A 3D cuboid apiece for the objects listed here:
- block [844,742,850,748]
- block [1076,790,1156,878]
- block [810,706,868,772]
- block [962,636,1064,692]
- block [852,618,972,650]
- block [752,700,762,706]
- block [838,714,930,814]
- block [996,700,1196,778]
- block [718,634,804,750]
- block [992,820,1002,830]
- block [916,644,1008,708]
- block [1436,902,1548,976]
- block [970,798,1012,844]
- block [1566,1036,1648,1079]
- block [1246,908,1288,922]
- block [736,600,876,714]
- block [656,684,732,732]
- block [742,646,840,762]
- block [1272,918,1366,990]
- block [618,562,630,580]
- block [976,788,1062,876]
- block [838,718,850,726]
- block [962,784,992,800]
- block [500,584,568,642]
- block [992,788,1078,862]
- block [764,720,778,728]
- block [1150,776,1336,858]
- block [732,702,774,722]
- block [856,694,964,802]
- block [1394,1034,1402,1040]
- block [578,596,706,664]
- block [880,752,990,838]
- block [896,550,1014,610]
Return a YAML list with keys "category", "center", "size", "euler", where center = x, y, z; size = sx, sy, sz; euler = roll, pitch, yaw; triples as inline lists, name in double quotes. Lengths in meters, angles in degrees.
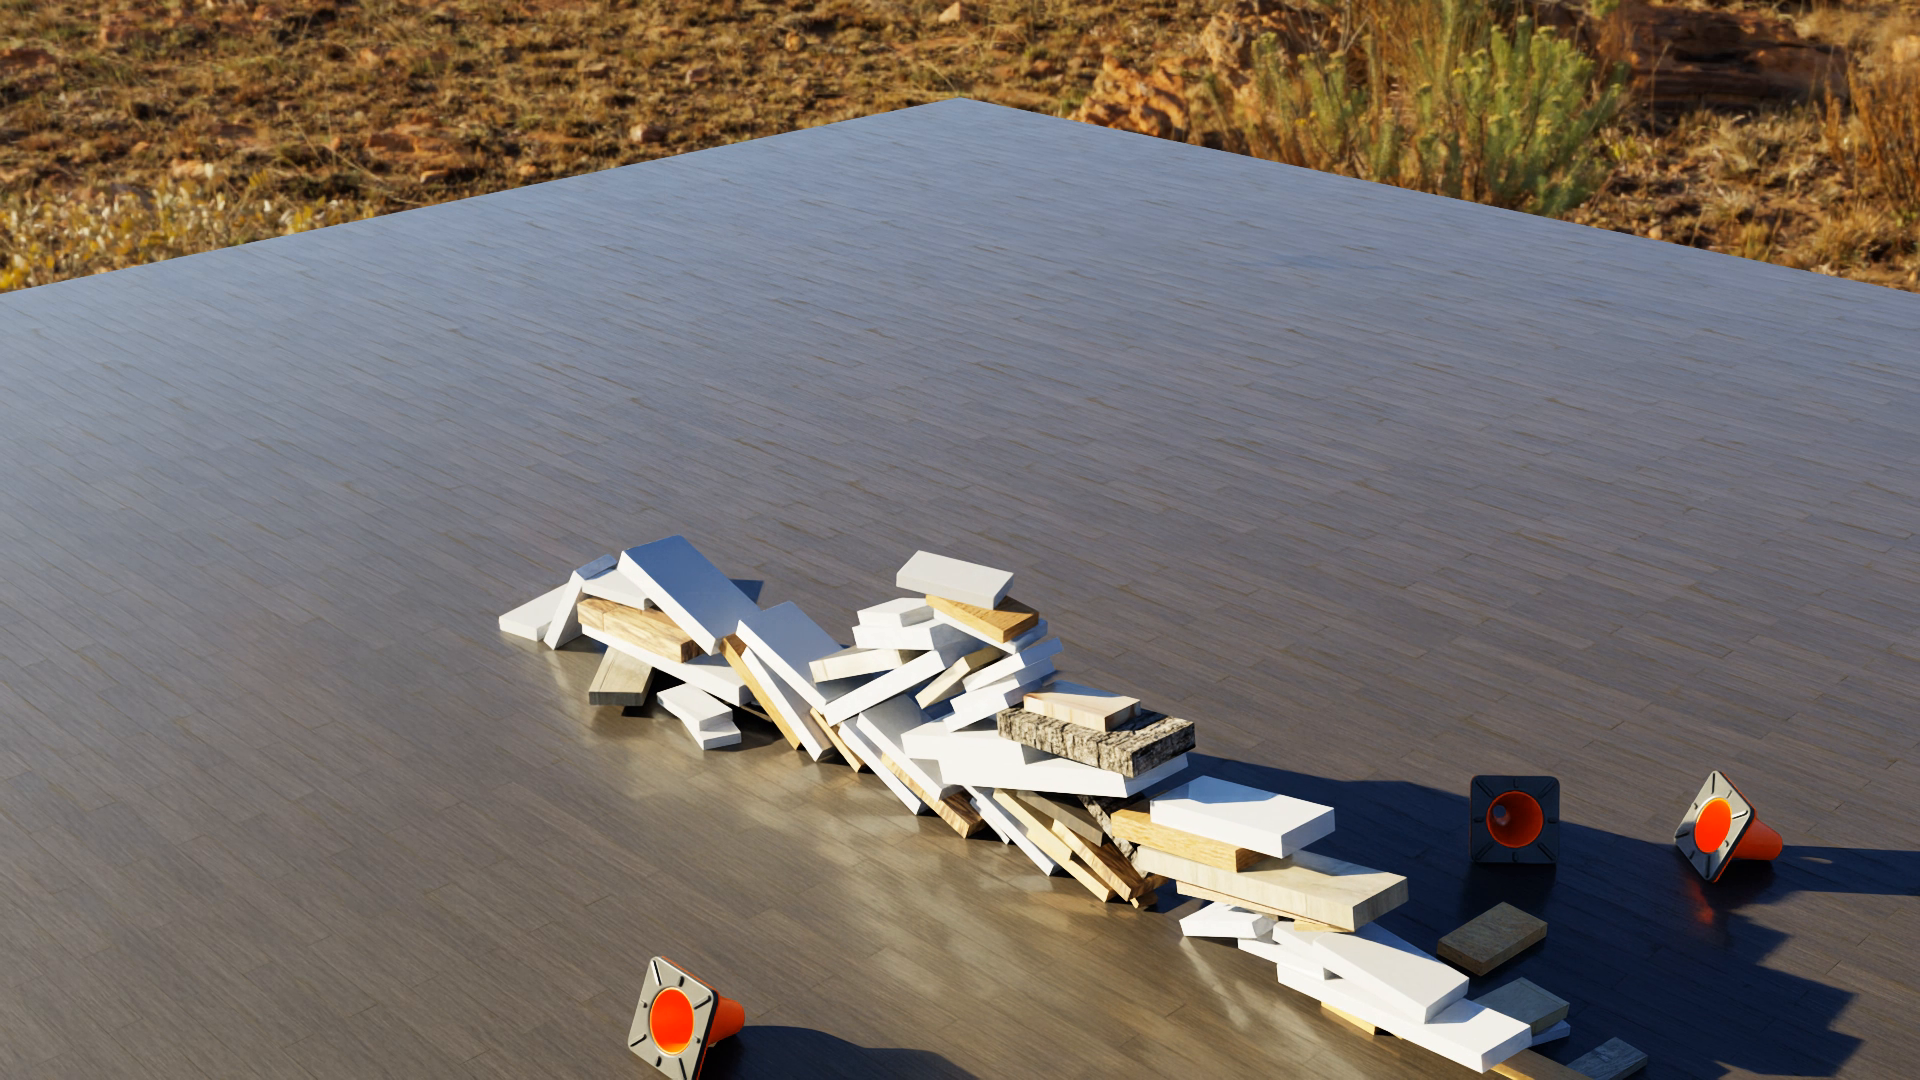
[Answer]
- category: "block"
  center: [-0.155, 0.451, 4.602]
  size: [0.084, 0.024, 0.168]
  euler: [-21, 49, -41]
- category: "block"
  center: [0.324, 0.529, 4.114]
  size: [0.108, 0.031, 0.217]
  euler: [-14, 51, -38]
- category: "block"
  center: [-0.235, 0.409, 4.662]
  size: [0.084, 0.024, 0.168]
  euler: [-22, 61, -41]
- category: "block"
  center: [0.100, 0.239, 4.209]
  size: [0.101, 0.029, 0.203]
  euler: [-20, -5, -37]
- category: "block"
  center: [-0.072, 0.175, 4.393]
  size: [0.153, 0.043, 0.305]
  euler: [-18, 7, -31]
- category: "block"
  center: [-0.393, 0.354, 4.821]
  size: [0.113, 0.016, 0.057]
  euler: [14, 27, 18]
- category: "block"
  center: [-0.122, 0.449, 4.535]
  size: [0.126, 0.036, 0.251]
  euler: [-21, 53, -41]
- category: "block"
  center: [0.251, 0.353, 4.098]
  size: [0.171, 0.049, 0.343]
  euler: [-20, 22, -40]
- category: "block"
  center: [-0.381, 0.309, 4.784]
  size: [0.145, 0.041, 0.290]
  euler: [-22, 65, -41]
- category: "block"
  center: [0.124, 0.573, 4.341]
  size: [0.114, 0.016, 0.057]
  euler: [37, 41, 26]
- category: "block"
  center: [0.002, 0.266, 4.314]
  size: [0.100, 0.028, 0.200]
  euler: [-20, -14, -38]
- category: "block"
  center: [0.972, 0.726, 4.013]
  size: [0.196, 0.028, 0.098]
  euler: [-19, 29, -37]
- category: "block"
  center: [0.078, 0.549, 4.380]
  size: [0.057, 0.016, 0.114]
  euler: [-22, 59, -42]
- category: "block"
  center: [1.078, 0.877, 3.670]
  size: [0.133, 0.019, 0.067]
  euler: [-17, 28, -34]
- category: "block"
  center: [0.552, 0.649, 3.897]
  size: [0.049, 0.014, 0.097]
  euler: [-20, 15, -27]
- category: "block"
  center: [-0.330, 0.249, 4.712]
  size: [0.145, 0.041, 0.290]
  euler: [-21, 50, -41]
- category: "block"
  center: [-0.581, 0.364, 4.810]
  size: [0.085, 0.024, 0.171]
  euler: [-17, 29, -35]
- category: "block"
  center: [-0.330, 0.330, 4.734]
  size: [0.145, 0.041, 0.290]
  euler: [-20, 63, -40]
- category: "block"
  center: [0.656, 0.703, 3.812]
  size: [0.203, 0.029, 0.102]
  euler: [25, 35, 38]
- category: "block"
  center: [-0.678, 0.093, 4.974]
  size: [0.183, 0.026, 0.091]
  euler: [36, 36, 23]
- category: "block"
  center: [0.143, 0.557, 4.308]
  size: [0.105, 0.030, 0.211]
  euler: [-22, 54, -41]
- category: "block"
  center: [-0.230, 0.366, 4.650]
  size: [0.168, 0.024, 0.084]
  euler: [36, 40, 28]
- category: "block"
  center: [0.058, 0.504, 4.377]
  size: [0.057, 0.016, 0.114]
  euler: [-22, 52, -41]
- category: "block"
  center: [-0.984, 0.173, 5.311]
  size: [0.118, 0.033, 0.236]
  euler: [14, 27, 30]
- category: "block"
  center: [0.175, 0.530, 4.256]
  size: [0.105, 0.030, 0.211]
  euler: [-20, 47, -40]
- category: "block"
  center: [-0.375, 0.396, 4.806]
  size: [0.057, 0.016, 0.113]
  euler: [-21, 31, -40]
- category: "block"
  center: [0.502, 0.491, 3.921]
  size: [0.149, 0.042, 0.299]
  euler: [-18, 19, -41]
- category: "block"
  center: [-0.440, 0.369, 4.829]
  size: [0.113, 0.016, 0.057]
  euler: [15, 27, 31]
- category: "block"
  center: [-0.080, 0.420, 4.468]
  size: [0.126, 0.036, 0.251]
  euler: [-21, 50, -41]
- category: "block"
  center: [0.733, 0.812, 3.782]
  size: [0.058, 0.016, 0.115]
  euler: [-18, 32, -37]
- category: "block"
  center: [-0.692, 0.185, 4.996]
  size: [0.334, 0.047, 0.167]
  euler: [18, 29, 35]
- category: "block"
  center: [-0.028, 0.490, 4.456]
  size: [0.126, 0.036, 0.251]
  euler: [-22, 51, -42]
- category: "block"
  center: [-0.009, 0.077, 4.243]
  size: [0.202, 0.029, 0.101]
  euler: [13, 32, 20]
